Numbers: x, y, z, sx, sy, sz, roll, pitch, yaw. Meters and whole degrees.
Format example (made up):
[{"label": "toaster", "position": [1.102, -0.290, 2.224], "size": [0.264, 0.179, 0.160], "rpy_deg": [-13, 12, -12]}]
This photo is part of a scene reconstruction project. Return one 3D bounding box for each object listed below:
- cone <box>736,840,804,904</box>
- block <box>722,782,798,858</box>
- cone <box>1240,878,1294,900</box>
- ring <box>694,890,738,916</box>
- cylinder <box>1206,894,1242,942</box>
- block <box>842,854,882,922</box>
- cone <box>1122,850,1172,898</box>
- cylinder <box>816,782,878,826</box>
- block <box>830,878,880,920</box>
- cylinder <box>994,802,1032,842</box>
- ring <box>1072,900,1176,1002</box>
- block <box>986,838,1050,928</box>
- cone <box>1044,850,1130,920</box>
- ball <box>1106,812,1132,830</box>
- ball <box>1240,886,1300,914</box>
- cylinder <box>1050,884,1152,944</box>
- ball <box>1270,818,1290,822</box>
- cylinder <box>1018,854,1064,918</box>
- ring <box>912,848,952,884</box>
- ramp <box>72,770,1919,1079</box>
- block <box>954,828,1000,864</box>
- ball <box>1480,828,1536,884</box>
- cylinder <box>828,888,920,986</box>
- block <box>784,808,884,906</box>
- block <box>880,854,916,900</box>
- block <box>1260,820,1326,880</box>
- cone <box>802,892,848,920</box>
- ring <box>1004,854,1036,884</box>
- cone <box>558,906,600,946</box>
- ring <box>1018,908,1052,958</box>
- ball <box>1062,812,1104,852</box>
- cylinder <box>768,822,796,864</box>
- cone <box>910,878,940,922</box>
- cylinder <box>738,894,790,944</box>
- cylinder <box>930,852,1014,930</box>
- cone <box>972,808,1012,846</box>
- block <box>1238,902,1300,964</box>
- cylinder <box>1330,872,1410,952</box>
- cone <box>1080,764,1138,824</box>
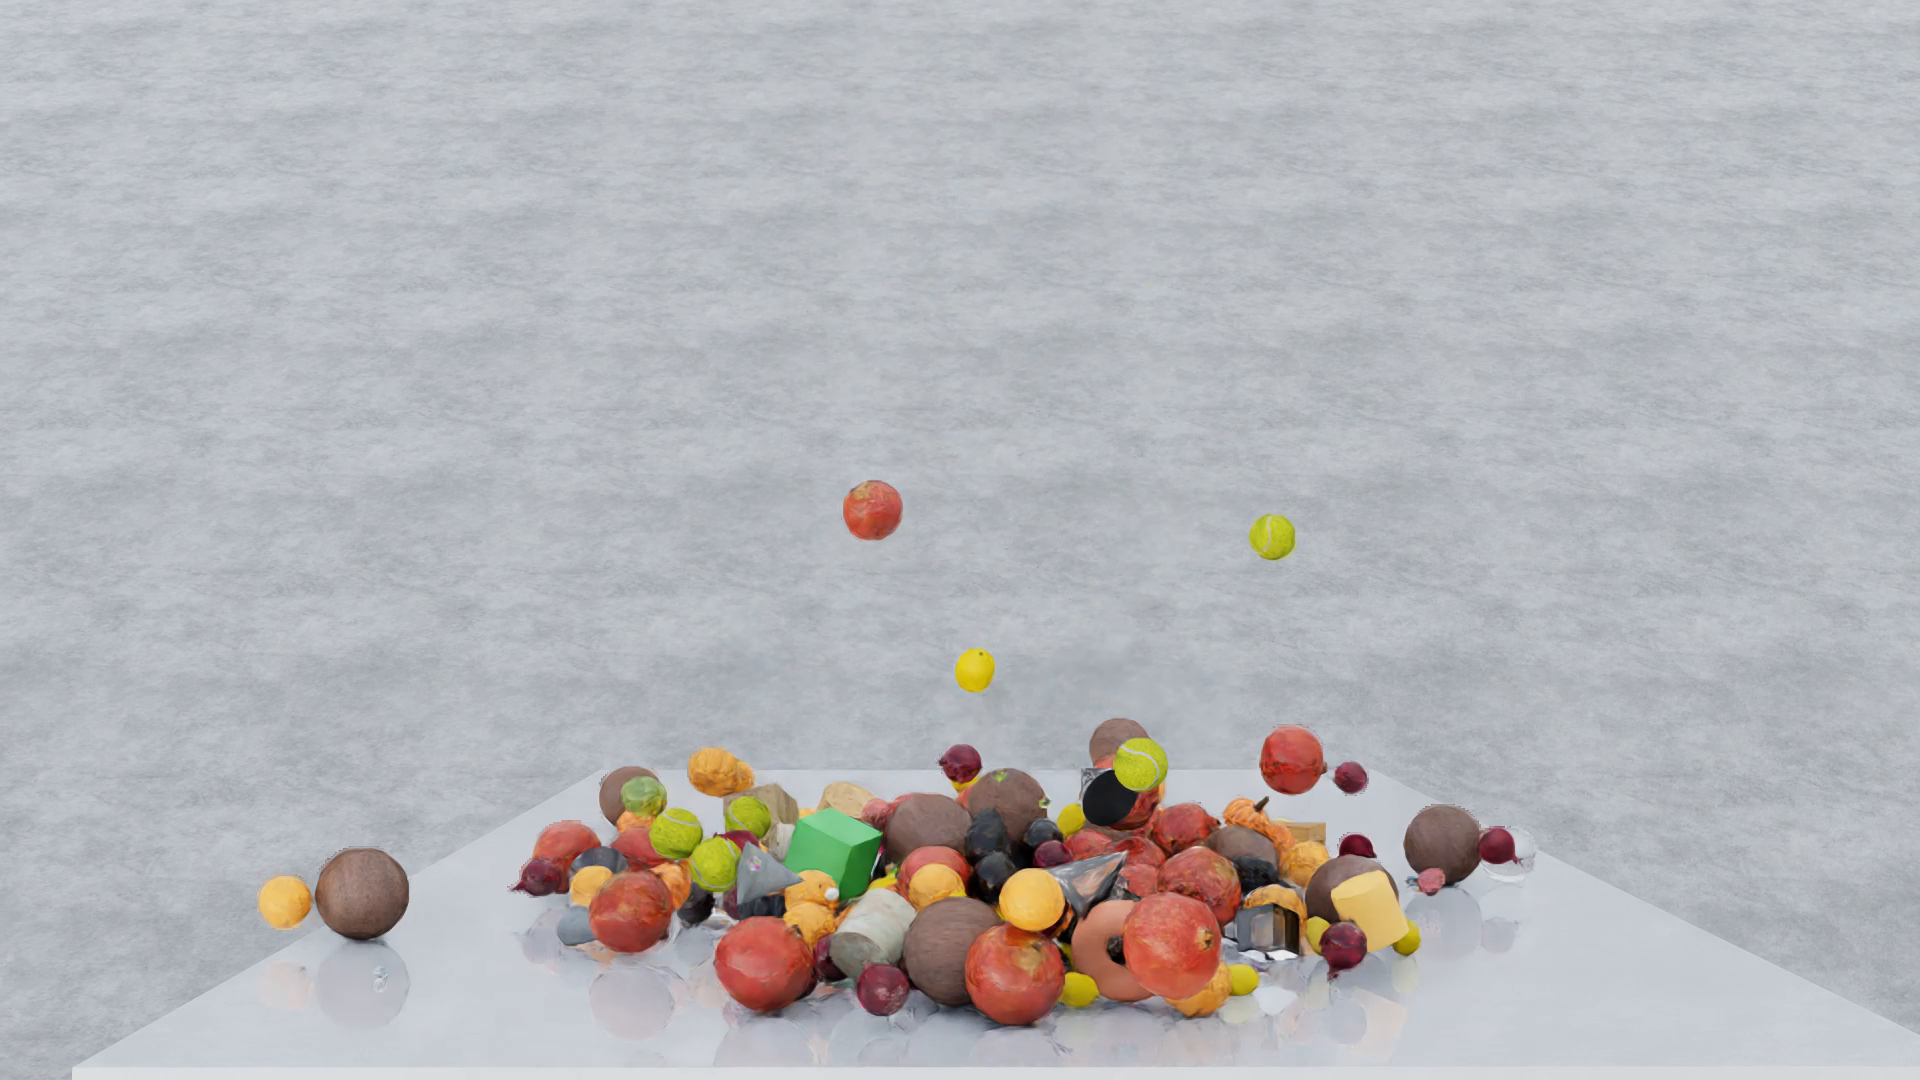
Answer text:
[{"label": "cone", "position": [-0.229, 0.415, 3.195], "size": [0.079, 0.079, 0.079], "rpy_deg": [9, 30, -13]}, {"label": "block", "position": [-0.342, 0.493, 4.483], "size": [0.099, 0.099, 0.099], "rpy_deg": [-15, 61, 14]}, {"label": "cone", "position": [0.456, 0.542, 3.703], "size": [0.091, 0.091, 0.091], "rpy_deg": [-17, 54, 25]}, {"label": "ring", "position": [-0.355, 0.550, 3.918], "size": [0.092, 0.031, 0.092], "rpy_deg": [0, 1, 0]}, {"label": "cylinder", "position": [0.384, 0.531, 3.639], "size": [0.060, 0.060, 0.060], "rpy_deg": [-10, 2, -16]}, {"label": "block", "position": [-0.164, 0.510, 3.823], "size": [0.080, 0.080, 0.080], "rpy_deg": [7, 15, 7]}, {"label": "cone", "position": [0.287, 0.547, 4.097], "size": [0.083, 0.083, 0.083], "rpy_deg": [8, 28, 13]}, {"label": "cylinder", "position": [-0.203, 0.487, 4.479], "size": [0.098, 0.098, 0.098], "rpy_deg": [16, 28, -9]}, {"label": "block", "position": [-0.168, 0.501, 3.717], "size": [0.061, 0.061, 0.061], "rpy_deg": [-13, 32, 46]}, {"label": "cylinder", "position": [0.093, 0.495, 4.556], "size": [0.053, 0.053, 0.053], "rpy_deg": [25, 0, 0]}, {"label": "ring", "position": [0.195, 0.490, 3.088], "size": [0.128, 0.128, 0.043], "rpy_deg": [10, 17, 15]}, {"label": "block", "position": [0.064, 0.501, 3.784], "size": [0.080, 0.080, 0.080], "rpy_deg": [46, 23, 13]}, {"label": "cone", "position": [0.167, 0.403, 3.118], "size": [0.095, 0.095, 0.095], "rpy_deg": [-38, 40, -3]}, {"label": "ball", "position": [0.285, 0.500, 4.696], "size": [0.051, 0.051, 0.051], "rpy_deg": [0, 32, 0]}, {"label": "ball", "position": [0.426, 0.518, 3.570], "size": [0.084, 0.084, 0.084], "rpy_deg": [0, 32, 0]}, {"label": "cylinder", "position": [0.178, 0.474, 3.247], "size": [0.092, 0.092, 0.092], "rpy_deg": [29, 19, -30]}, {"label": "ball", "position": [0.571, 0.534, 4.617], "size": [0.075, 0.075, 0.075], "rpy_deg": [0, 32, 0]}, {"label": "cylinder", "position": [0.117, 0.515, 3.854], "size": [0.077, 0.077, 0.077], "rpy_deg": [-20, 27, 18]}, {"label": "ring", "position": [-0.041, 0.504, 3.895], "size": [0.027, 0.081, 0.081], "rpy_deg": [-19, 14, 43]}, {"label": "ramp", "position": [0.071, 0.623, 4.709], "size": [2.000, 0.100, 4.000], "rpy_deg": [0, -1, 0]}, {"label": "block", "position": [0.031, 0.508, 4.165], "size": [0.060, 0.060, 0.060], "rpy_deg": [-11, 59, -14]}, {"label": "ball", "position": [0.908, 0.522, 4.294], "size": [0.092, 0.092, 0.092], "rpy_deg": [0, 32, 0]}, {"label": "cylinder", "position": [-0.104, 0.485, 3.168], "size": [0.084, 0.084, 0.084], "rpy_deg": [15, 36, 22]}, {"label": "block", "position": [-0.176, 0.433, 3.553], "size": [0.089, 0.089, 0.089], "rpy_deg": [24, 16, 23]}, {"label": "block", "position": [-0.103, 0.533, 4.093], "size": [0.067, 0.067, 0.067], "rpy_deg": [0, -1, -33]}, {"label": "block", "position": [0.565, 0.526, 4.399], "size": [0.087, 0.087, 0.087], "rpy_deg": [0, -1, 25]}, {"label": "cone", "position": [-0.191, 0.483, 3.614], "size": [0.065, 0.065, 0.065], "rpy_deg": [-4, 37, -6]}, {"label": "ring", "position": [0.062, 0.547, 4.299], "size": [0.130, 0.043, 0.130], "rpy_deg": [-1, -1, 0]}, {"label": "cone", "position": [-0.510, 0.538, 3.548], "size": [0.059, 0.059, 0.059], "rpy_deg": [-26, 30, -36]}, {"label": "ring", "position": [0.105, 0.526, 3.470], "size": [0.026, 0.077, 0.077], "rpy_deg": [35, 39, 5]}, {"label": "ball", "position": [0.226, 0.537, 4.768], "size": [0.074, 0.074, 0.074], "rpy_deg": [0, 32, 0]}, {"label": "cylinder", "position": [-0.239, 0.437, 3.699], "size": [0.060, 0.060, 0.060], "rpy_deg": [9, 30, -12]}, {"label": "cone", "position": [-0.060, 0.547, 3.810], "size": [0.072, 0.072, 0.072], "rpy_deg": [19, 37, 28]}, {"label": "cylinder", "position": [-0.273, 0.526, 3.602], "size": [0.060, 0.060, 0.060], "rpy_deg": [-11, 32, 3]}, {"label": "cylinder", "position": [0.017, 0.503, 3.714], "size": [0.087, 0.087, 0.087], "rpy_deg": [-29, 22, 25]}, {"label": "cone", "position": [0.069, 0.553, 4.744], "size": [0.090, 0.090, 0.090], "rpy_deg": [-2, 22, -3]}, {"label": "block", "position": [0.396, 0.504, 3.323], "size": [0.056, 0.056, 0.056], "rpy_deg": [-20, 57, 39]}, {"label": "cylinder", "position": [0.533, 0.484, 3.374], "size": [0.078, 0.078, 0.078], "rpy_deg": [-23, 7, 3]}, {"label": "cone", "position": [0.176, 0.317, 3.377], "size": [0.082, 0.082, 0.082], "rpy_deg": [-16, 24, -24]}]
